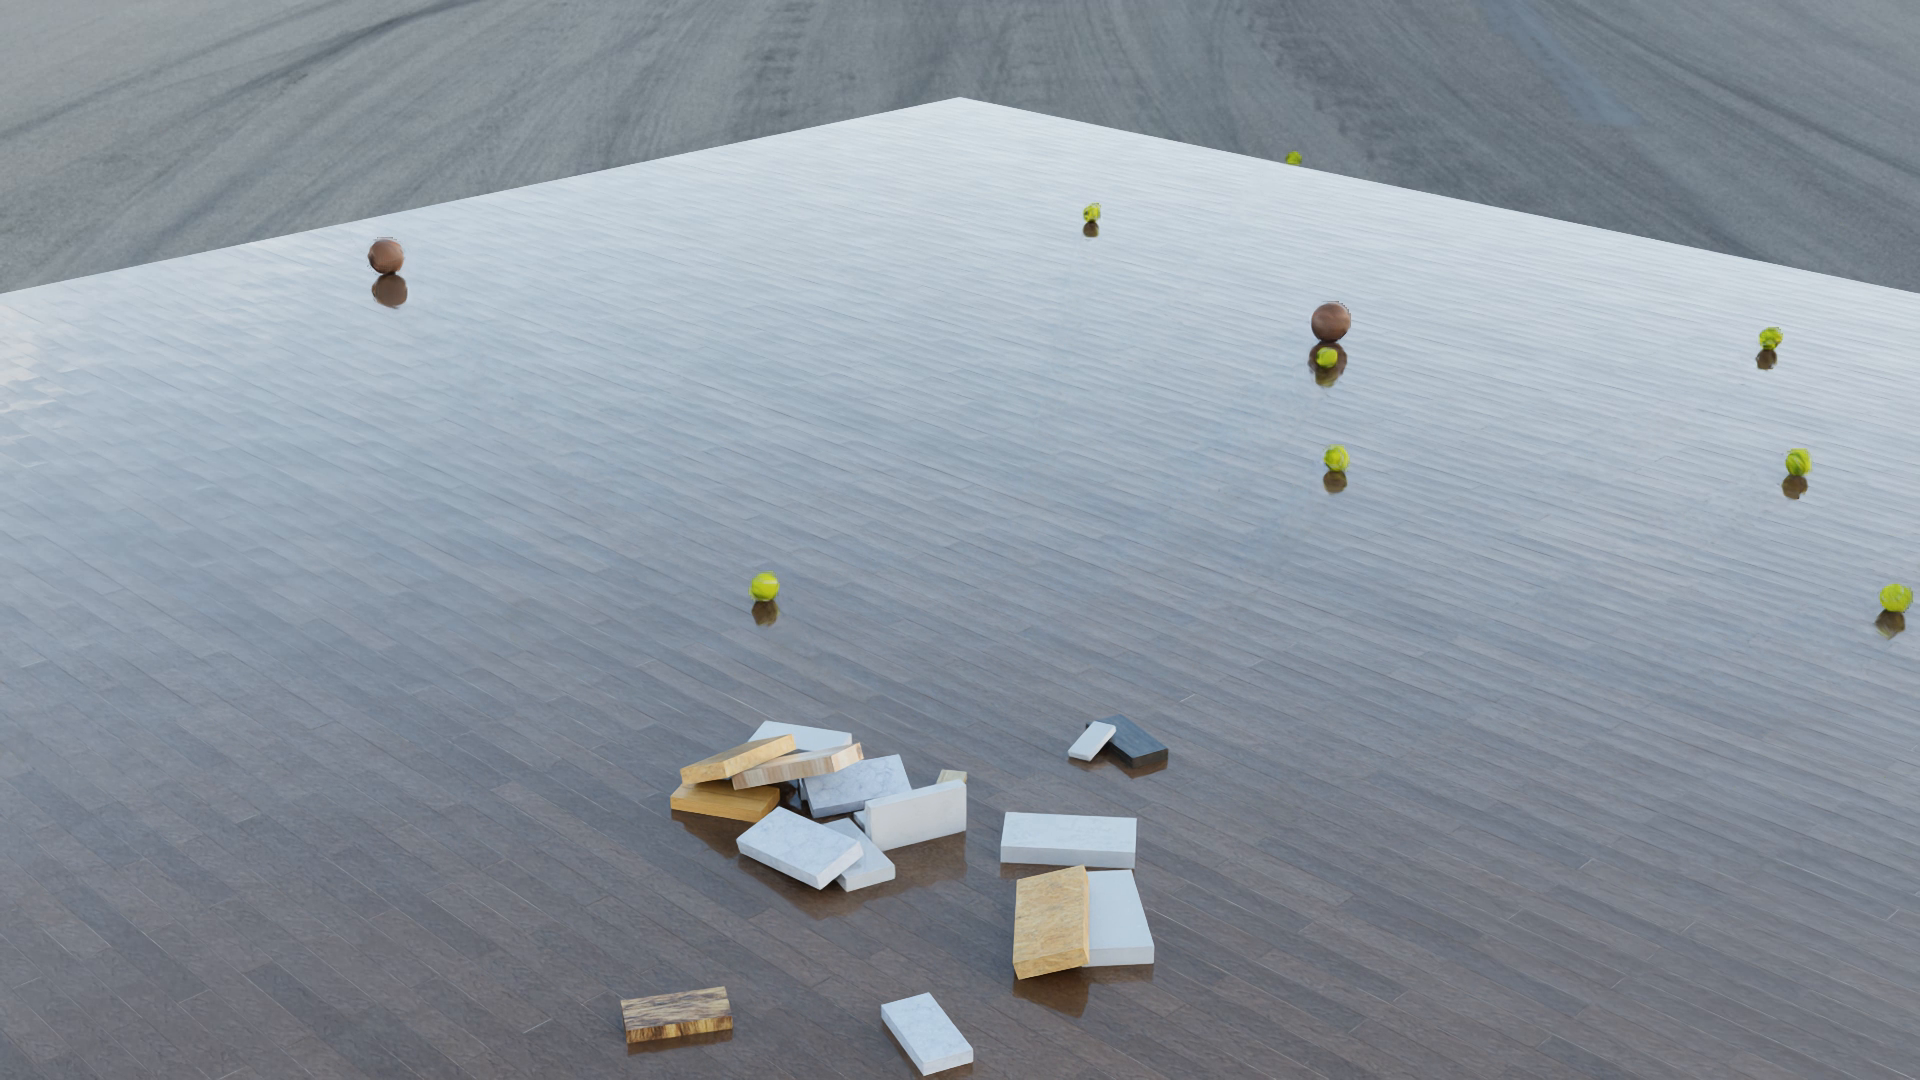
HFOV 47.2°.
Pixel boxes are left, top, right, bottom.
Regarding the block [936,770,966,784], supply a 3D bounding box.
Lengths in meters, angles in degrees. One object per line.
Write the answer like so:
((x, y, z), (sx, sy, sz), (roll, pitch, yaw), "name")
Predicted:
((-0.022, 0.508, 4.543), (0.053, 0.015, 0.106), (5, 23, 11), "block")

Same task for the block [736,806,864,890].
((-0.312, 0.595, 4.262), (0.235, 0.033, 0.117), (16, 41, 42), "block")

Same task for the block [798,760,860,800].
((-0.235, 0.495, 4.558), (0.198, 0.028, 0.099), (-3, 23, -8), "block")

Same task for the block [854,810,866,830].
((-0.155, 0.556, 4.431), (0.106, 0.015, 0.053), (-11, 25, -24), "block")

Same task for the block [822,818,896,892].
((-0.219, 0.611, 4.283), (0.103, 0.029, 0.206), (-12, 26, -26), "block")

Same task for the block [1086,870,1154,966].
((0.272, 0.698, 4.070), (0.130, 0.037, 0.260), (-2, 23, -5), "block")

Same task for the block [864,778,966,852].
((-0.087, 0.545, 4.343), (0.206, 0.103, 0.029), (-11, 25, -24), "block")

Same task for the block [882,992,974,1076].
((-0.057, 0.840, 3.748), (0.090, 0.026, 0.181), (-10, 25, -23), "block")

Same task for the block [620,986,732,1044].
((-0.489, 0.819, 3.797), (0.181, 0.026, 0.090), (-5, 24, -13), "block")

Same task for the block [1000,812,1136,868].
((0.215, 0.590, 4.323), (0.260, 0.037, 0.130), (2, 23, 5), "block")

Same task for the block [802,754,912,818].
((-0.211, 0.502, 4.486), (0.206, 0.029, 0.103), (-9, 44, -14), "block")

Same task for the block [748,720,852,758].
((-0.342, 0.434, 4.702), (0.198, 0.028, 0.099), (7, 24, 16), "block")

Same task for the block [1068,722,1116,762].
((0.282, 0.429, 4.689), (0.053, 0.015, 0.106), (10, 39, 37), "block")

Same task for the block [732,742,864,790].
((-0.330, 0.459, 4.457), (0.244, 0.033, 0.117), (-13, 3, 28), "block")

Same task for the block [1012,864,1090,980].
((0.168, 0.695, 4.014), (0.130, 0.037, 0.260), (-15, 24, 10), "block")

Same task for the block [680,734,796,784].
((-0.457, 0.453, 4.546), (0.117, 0.033, 0.235), (-13, 2, 34), "block")

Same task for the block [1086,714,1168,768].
((0.357, 0.431, 4.713), (0.090, 0.026, 0.181), (-13, 26, -27), "block")

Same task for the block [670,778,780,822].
((-0.478, 0.527, 4.484), (0.198, 0.028, 0.099), (7, 24, 16), "block")
